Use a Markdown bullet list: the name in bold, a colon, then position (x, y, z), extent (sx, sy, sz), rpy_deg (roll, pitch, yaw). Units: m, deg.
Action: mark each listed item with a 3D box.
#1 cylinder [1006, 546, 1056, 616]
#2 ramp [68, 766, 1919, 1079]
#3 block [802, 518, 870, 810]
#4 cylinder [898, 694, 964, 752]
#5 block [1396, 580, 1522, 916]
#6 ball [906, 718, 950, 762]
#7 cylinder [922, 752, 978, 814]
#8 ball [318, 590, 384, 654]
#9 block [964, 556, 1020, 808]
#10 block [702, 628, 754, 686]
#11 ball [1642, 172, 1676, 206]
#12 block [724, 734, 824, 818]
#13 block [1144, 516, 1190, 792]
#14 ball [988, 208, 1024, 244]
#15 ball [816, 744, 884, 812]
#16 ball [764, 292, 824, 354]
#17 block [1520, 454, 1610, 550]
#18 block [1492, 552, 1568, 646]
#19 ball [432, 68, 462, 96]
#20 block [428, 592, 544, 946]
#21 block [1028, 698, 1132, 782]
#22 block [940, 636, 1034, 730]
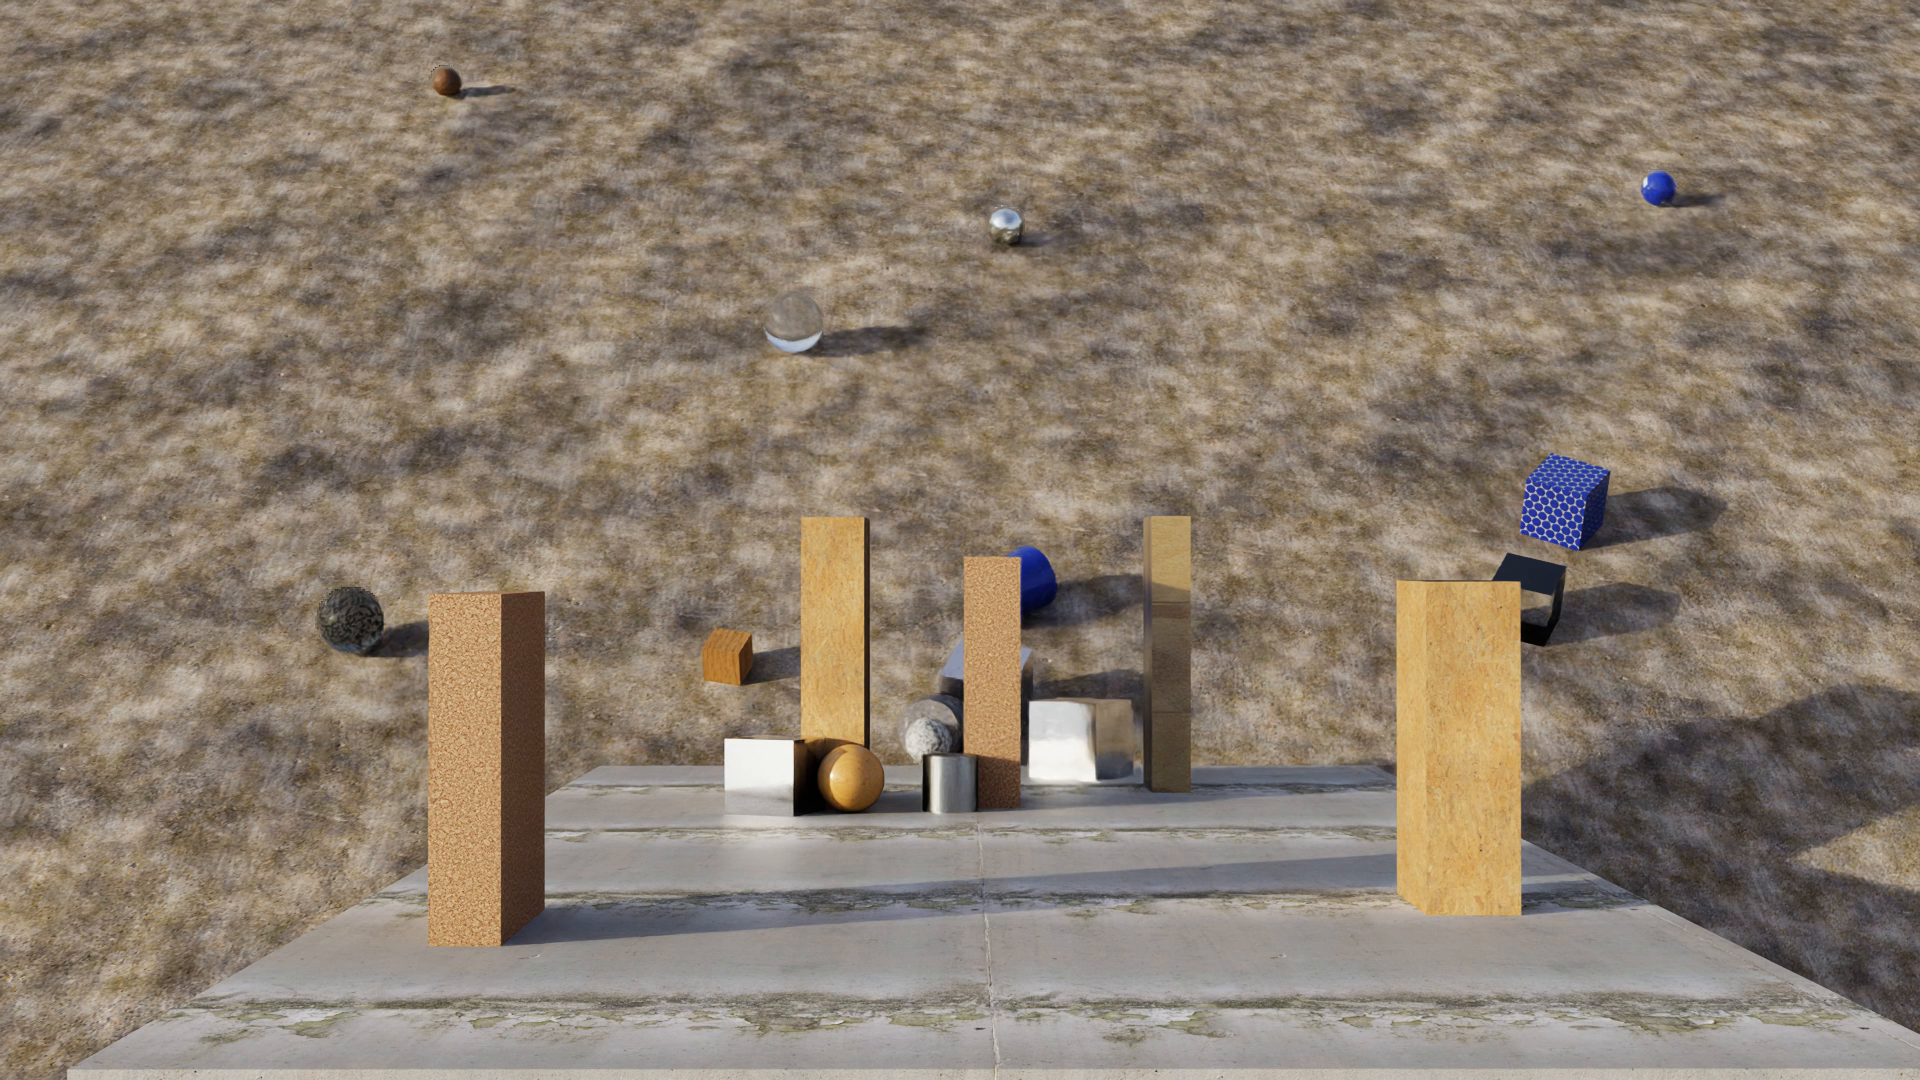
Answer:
- **cylinder**: position (0.151, 0.132, 7.430), extent (0.180, 0.180, 0.180), rpy_deg (-22, 37, -31)
- **ramp**: position (0.070, 0.617, 4.695), extent (2.000, 0.100, 4.000), rpy_deg (0, 0, 0)
- **block**: position (-0.272, 0.264, 5.699), extent (0.134, 0.623, 0.353), rpy_deg (0, 0, 0)
- **cylinder**: position (-0.064, 0.494, 6.794), extent (0.163, 0.163, 0.163), rpy_deg (7, 3, 12)
- **block**: position (0.767, 0.312, 3.998), extent (0.141, 0.498, 0.261), rpy_deg (0, 0, 0)
- **ball**: position (-0.082, 0.516, 6.655), extent (0.118, 0.118, 0.118), rpy_deg (0, 31, 0)
- **cylinder**: position (-0.021, 0.515, 5.492), extent (0.118, 0.118, 0.118), rpy_deg (0, 0, 0)
- **ball**: position (-1.709, 0.229, 7.268), extent (0.181, 0.181, 0.181), rpy_deg (0, 31, 0)
- **block**: position (0.069, 0.306, 5.697), extent (0.121, 0.538, 0.304), rpy_deg (0, 0, 0)
- **block**: position (-0.644, 0.324, 7.184), extent (0.107, 0.107, 0.107), rpy_deg (8, 32, 13)
- **ball**: position (2.673, -1.344, 9.906), extent (0.130, 0.130, 0.130), rpy_deg (0, 31, 0)
- **block**: position (-0.389, 0.495, 5.455), extent (0.158, 0.158, 0.158), rpy_deg (0, -1, 21)
- **block**: position (0.482, 0.262, 6.049), extent (0.089, 0.631, 0.266), rpy_deg (0, 0, 0)
- **ball**: position (0.168, -1.162, 9.601), extent (0.135, 0.135, 0.135), rpy_deg (0, 31, 0)
- **ball**: position (-0.230, 0.502, 5.449), extent (0.143, 0.143, 0.143), rpy_deg (0, 31, 0)
- **ball**: position (-0.568, -0.740, 8.840), extent (0.205, 0.205, 0.205), rpy_deg (0, 31, 0)
- **block**: position (1.828, -0.116, 7.828), extent (0.190, 0.190, 0.190), rpy_deg (19, 36, 28)
- **block**: position (1.611, 0.170, 7.374), extent (0.172, 0.172, 0.172), rpy_deg (14, 34, 22)
- **ball**: position (-2.152, -1.920, 10.862), extent (0.120, 0.120, 0.120), rpy_deg (0, 31, 0)
- **block**: position (-0.681, 0.318, 3.748), extent (0.100, 0.483, 0.377), rpy_deg (0, 0, 0)
- **block**: position (0.296, 0.487, 6.355), extent (0.187, 0.187, 0.187), rpy_deg (0, -1, 32)
- **block**: position (0.071, 0.410, 6.954), extent (0.199, 0.199, 0.199), rpy_deg (10, 33, 16)
